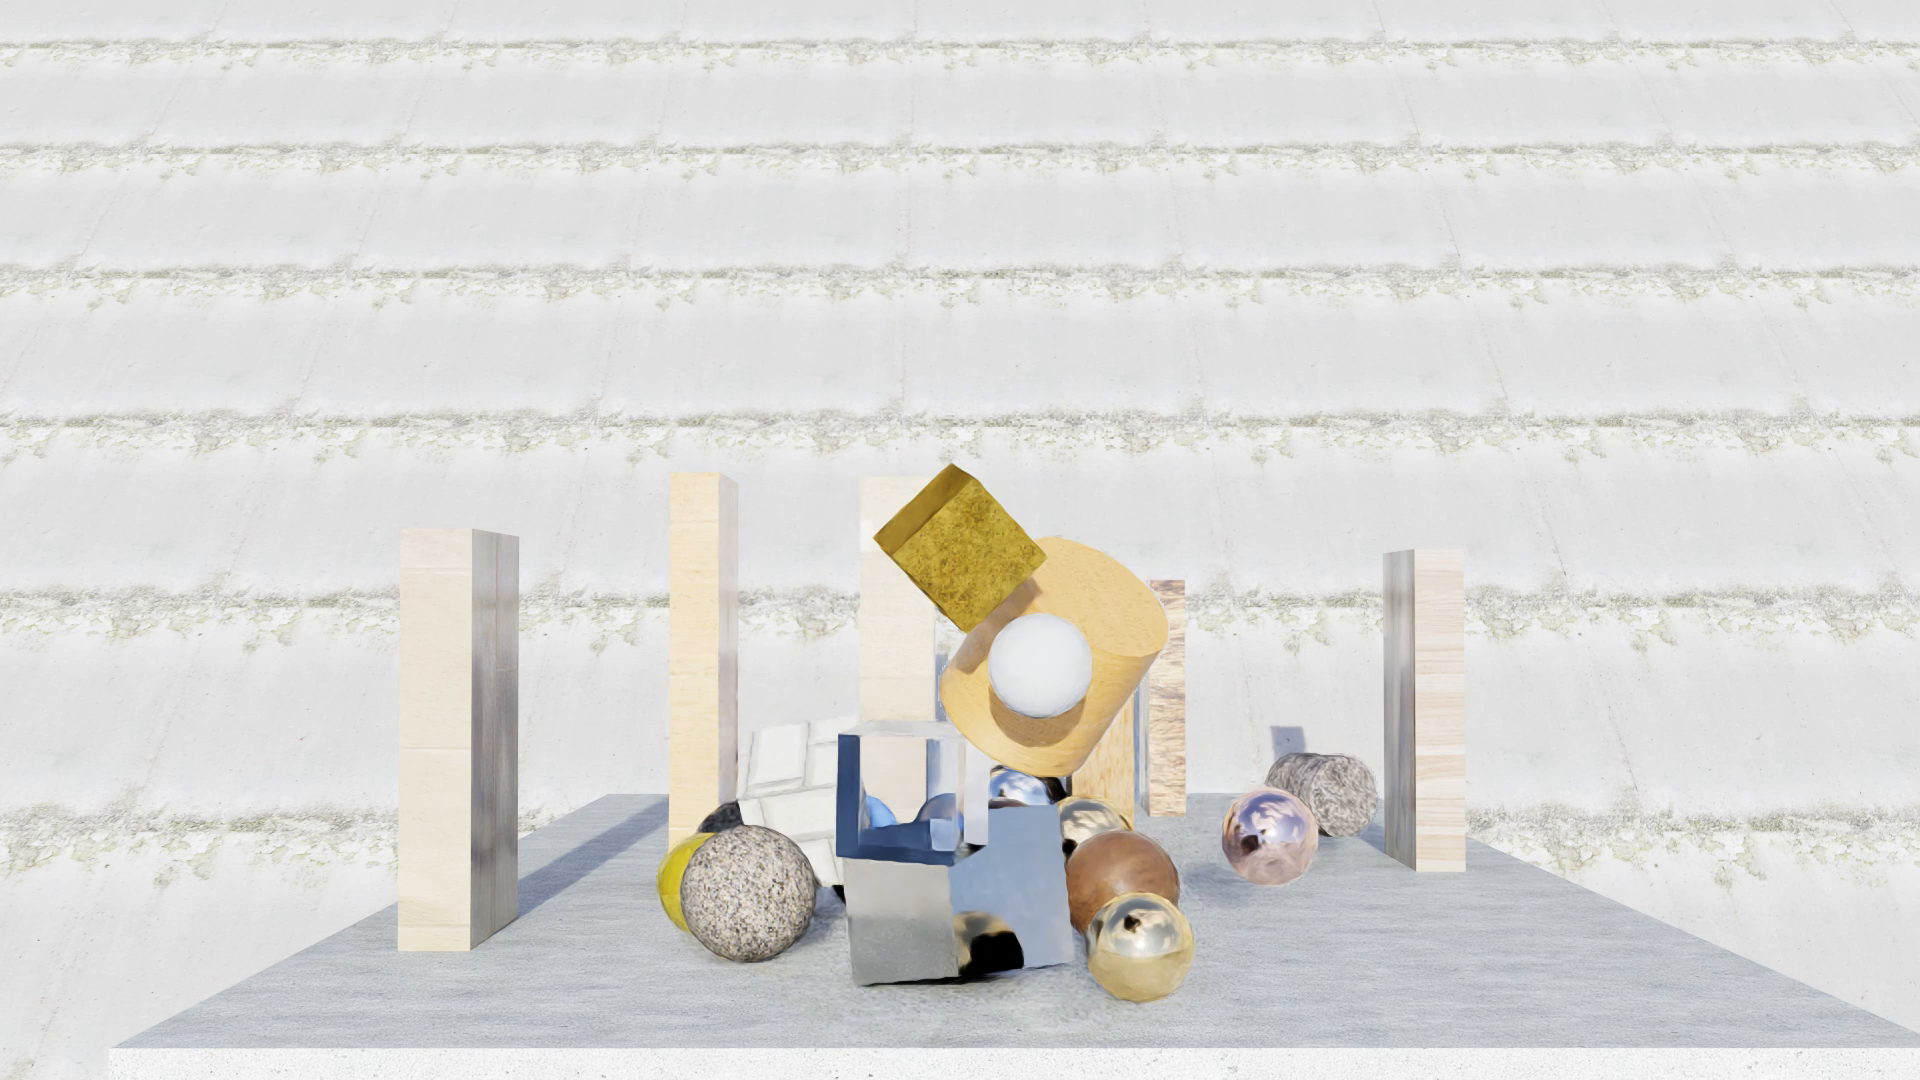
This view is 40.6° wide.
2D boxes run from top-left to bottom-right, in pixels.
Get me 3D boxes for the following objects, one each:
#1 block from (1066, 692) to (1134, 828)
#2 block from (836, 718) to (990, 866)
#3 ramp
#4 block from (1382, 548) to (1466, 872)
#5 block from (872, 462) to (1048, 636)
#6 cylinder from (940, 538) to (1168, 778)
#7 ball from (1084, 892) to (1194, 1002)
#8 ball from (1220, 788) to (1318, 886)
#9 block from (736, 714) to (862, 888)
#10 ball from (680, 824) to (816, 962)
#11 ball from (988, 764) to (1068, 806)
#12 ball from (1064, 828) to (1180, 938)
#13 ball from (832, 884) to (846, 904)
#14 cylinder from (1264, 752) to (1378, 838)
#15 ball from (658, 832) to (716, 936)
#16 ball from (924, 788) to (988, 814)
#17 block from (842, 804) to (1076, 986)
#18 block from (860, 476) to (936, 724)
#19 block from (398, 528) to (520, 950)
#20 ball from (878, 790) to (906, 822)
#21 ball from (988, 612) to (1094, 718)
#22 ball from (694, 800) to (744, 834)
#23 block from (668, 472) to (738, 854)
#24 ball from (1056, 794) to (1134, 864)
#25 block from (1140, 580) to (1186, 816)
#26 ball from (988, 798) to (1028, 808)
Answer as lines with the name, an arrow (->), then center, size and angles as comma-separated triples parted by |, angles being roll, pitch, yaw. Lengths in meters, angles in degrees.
block -> 0.273, 0.344, 5.095 | 0.118, 0.545, 0.261 | 0, -2, 0
block -> -0.053, 0.286, 2.970 | 0.140, 0.140, 0.140 | 3, 4, 15
ramp -> 0.076, 0.659, 4.815 | 2.000, 0.100, 4.000 | 0, -2, 0
block -> 0.880, 0.317, 4.939 | 0.090, 0.591, 0.359 | 0, -2, 0
block -> -0.001, 0.008, 2.693 | 0.115, 0.115, 0.115 | -43, 15, -3
cylinder -> 0.104, 0.132, 2.916 | 0.191, 0.191, 0.191 | 22, 32, -15
ball -> 0.218, 0.494, 3.155 | 0.133, 0.133, 0.133 | 0, 35, 0
ball -> 0.456, 0.436, 3.820 | 0.144, 0.144, 0.144 | 0, 35, 0
block -> -0.215, 0.383, 3.759 | 0.172, 0.172, 0.172 | -9, 27, 4
ball -> -0.287, 0.479, 3.523 | 0.185, 0.185, 0.185 | 0, 35, 0
ball -> 0.115, 0.519, 5.026 | 0.190, 0.190, 0.190 | 0, 35, 0
ball -> 0.225, 0.491, 3.649 | 0.169, 0.169, 0.169 | 0, 35, 0
ball -> -0.130, 0.514, 4.048 | 0.145, 0.145, 0.145 | 0, 35, 0
cylinder -> 0.698, 0.494, 5.036 | 0.156, 0.156, 0.156 | -20, 8, -27
ball -> -0.361, 0.502, 3.775 | 0.155, 0.155, 0.155 | 0, 35, 0
ball -> 0.002, 0.533, 4.799 | 0.150, 0.150, 0.150 | 0, 35, 0
block -> -0.005, 0.451, 3.305 | 0.200, 0.200, 0.200 | 1, -11, -43
block -> -0.127, 0.251, 5.385 | 0.147, 0.747, 0.410 | 0, -2, 0
block -> -0.737, 0.285, 3.839 | 0.101, 0.592, 0.392 | 0, -2, 0
ball -> -0.170, 0.528, 4.692 | 0.155, 0.155, 0.155 | 0, 35, 0
ball -> 0.083, 0.129, 2.675 | 0.109, 0.109, 0.109 | 0, 35, 0
ball -> -0.328, 0.494, 4.041 | 0.185, 0.185, 0.185 | 0, 35, 0
block -> -0.437, 0.246, 4.453 | 0.081, 0.705, 0.378 | 0, -2, 0
ball -> 0.206, 0.508, 4.306 | 0.173, 0.173, 0.173 | 0, 35, 0
block -> 0.483, 0.373, 6.210 | 0.083, 0.551, 0.338 | 0, -2, 0
ball -> 0.068, 0.477, 4.064 | 0.147, 0.147, 0.147 | 0, 35, 0
